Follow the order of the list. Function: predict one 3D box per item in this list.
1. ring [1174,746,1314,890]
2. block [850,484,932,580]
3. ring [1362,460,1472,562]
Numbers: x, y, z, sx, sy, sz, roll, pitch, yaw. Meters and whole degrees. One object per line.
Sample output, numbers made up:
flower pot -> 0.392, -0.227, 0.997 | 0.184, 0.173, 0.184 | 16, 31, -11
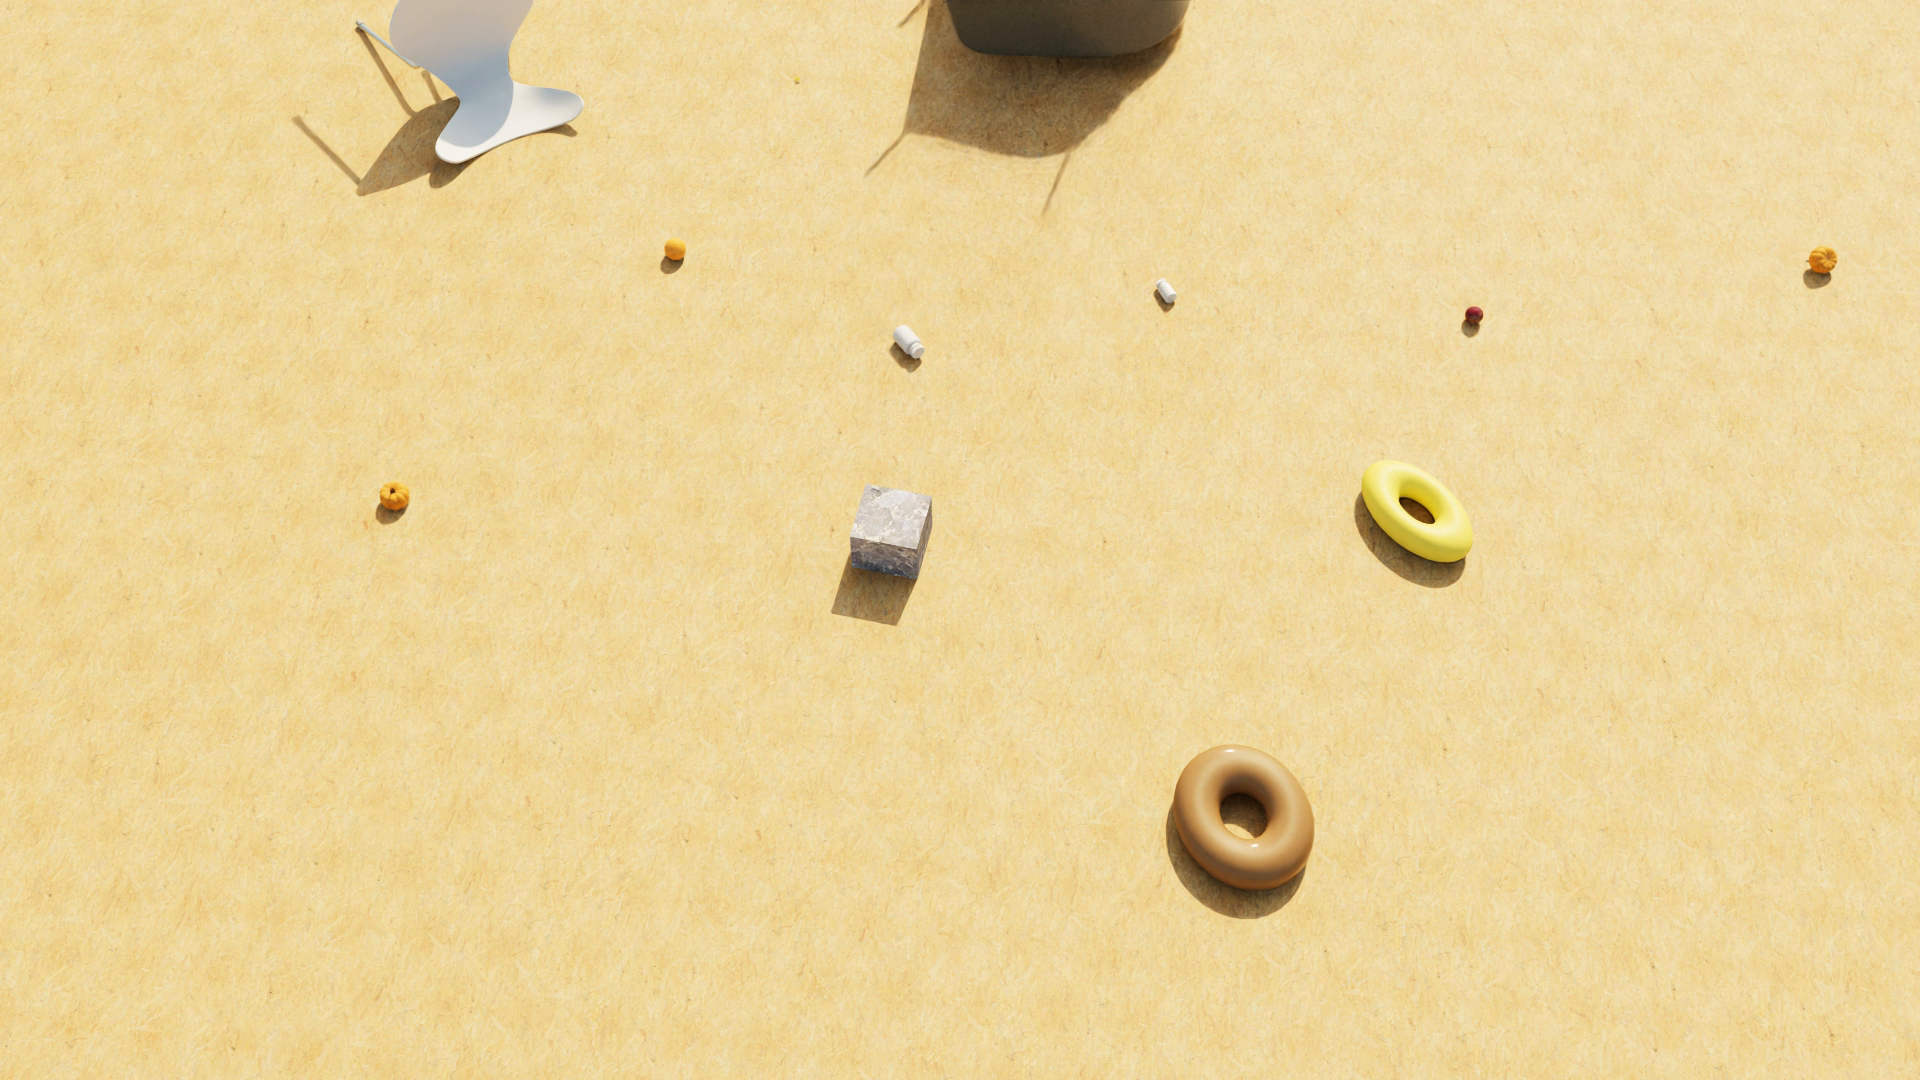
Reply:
ring -> 0.775, 0.754, 6.005 | 0.373, 0.105, 0.441 | -18, 59, -11
block -> -0.201, -0.025, 6.493 | 0.200, 0.162, 0.193 | 11, 57, 7
ring -> 1.365, -0.088, 6.571 | 0.235, 0.105, 0.405 | -34, 63, -19
